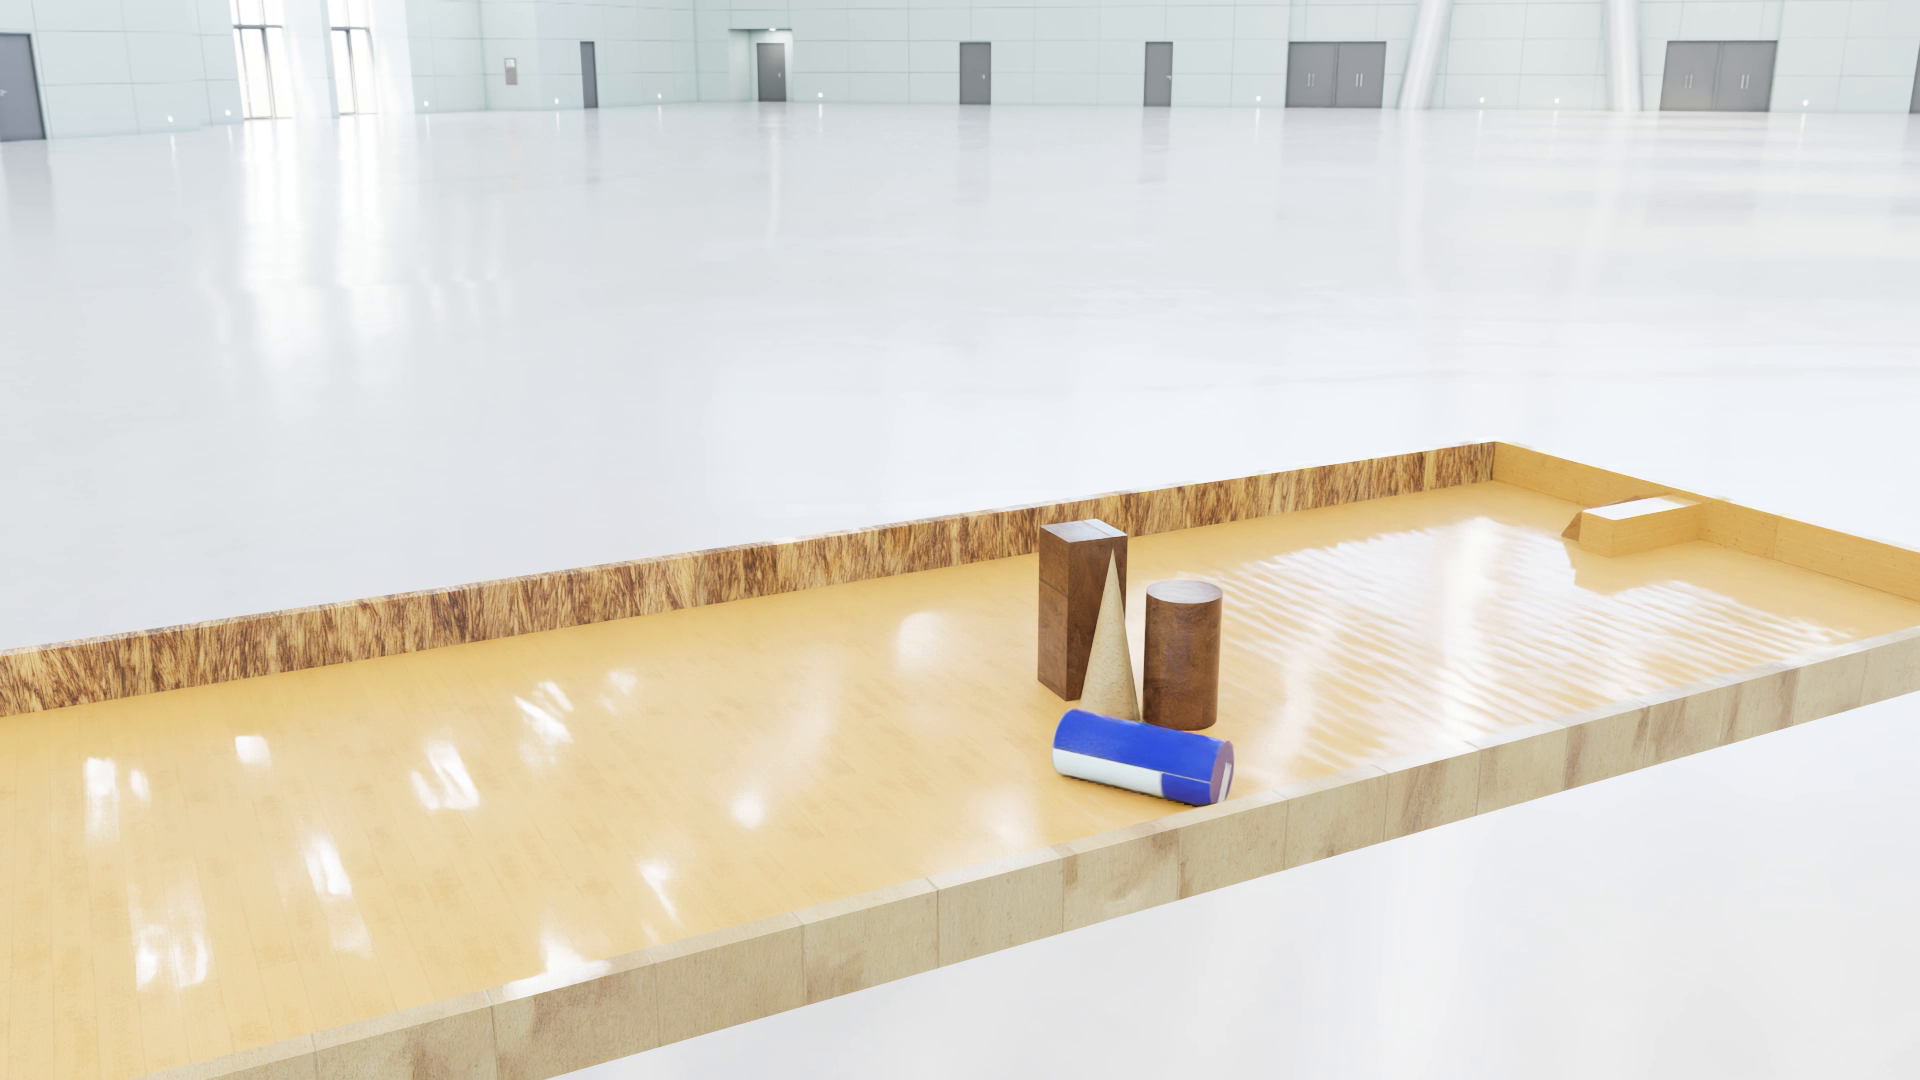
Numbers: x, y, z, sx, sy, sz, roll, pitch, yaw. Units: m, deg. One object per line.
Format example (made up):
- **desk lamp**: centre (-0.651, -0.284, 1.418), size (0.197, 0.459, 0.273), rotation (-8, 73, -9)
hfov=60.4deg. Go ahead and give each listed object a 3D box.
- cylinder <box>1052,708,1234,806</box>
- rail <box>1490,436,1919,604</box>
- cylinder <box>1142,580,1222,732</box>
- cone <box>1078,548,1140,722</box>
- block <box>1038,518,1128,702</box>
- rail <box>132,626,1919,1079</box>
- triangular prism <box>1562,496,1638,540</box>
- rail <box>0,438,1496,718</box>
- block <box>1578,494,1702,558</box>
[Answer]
- **cylinder**: centre (0.390, 0.464, 3.522), size (0.361, 0.143, 0.143), rotation (9, 19, 28)
- **rail**: centre (2.466, -0.048, 5.253), size (0.050, 0.150, 2.100), rotation (-9, 18, -27)
- **cylinder**: centre (0.522, 0.270, 3.879), size (0.178, 0.314, 0.178), rotation (0, 16, 0)
- **cone**: centre (0.349, 0.224, 3.825), size (0.154, 0.433, 0.154), rotation (0, 16, 0)
- **block**: centre (0.299, 0.170, 4.057), size (0.159, 0.404, 0.159), rotation (-7, 18, -22)
- **rail**: centre (-2.336, 1.006, 1.665), size (12.000, 0.150, 0.050), rotation (-9, 18, -27)
- **triangular prism**: centre (2.134, -0.076, 5.438), size (0.348, 0.093, 0.107), rotation (-13, 21, -36)
- **rail**: centre (-3.305, 0.497, 3.399), size (12.000, 0.150, 0.050), rotation (-9, 18, -27)
- **block**: centre (2.184, -0.046, 5.291), size (0.413, 0.124, 0.124), rotation (-9, 19, -28)
